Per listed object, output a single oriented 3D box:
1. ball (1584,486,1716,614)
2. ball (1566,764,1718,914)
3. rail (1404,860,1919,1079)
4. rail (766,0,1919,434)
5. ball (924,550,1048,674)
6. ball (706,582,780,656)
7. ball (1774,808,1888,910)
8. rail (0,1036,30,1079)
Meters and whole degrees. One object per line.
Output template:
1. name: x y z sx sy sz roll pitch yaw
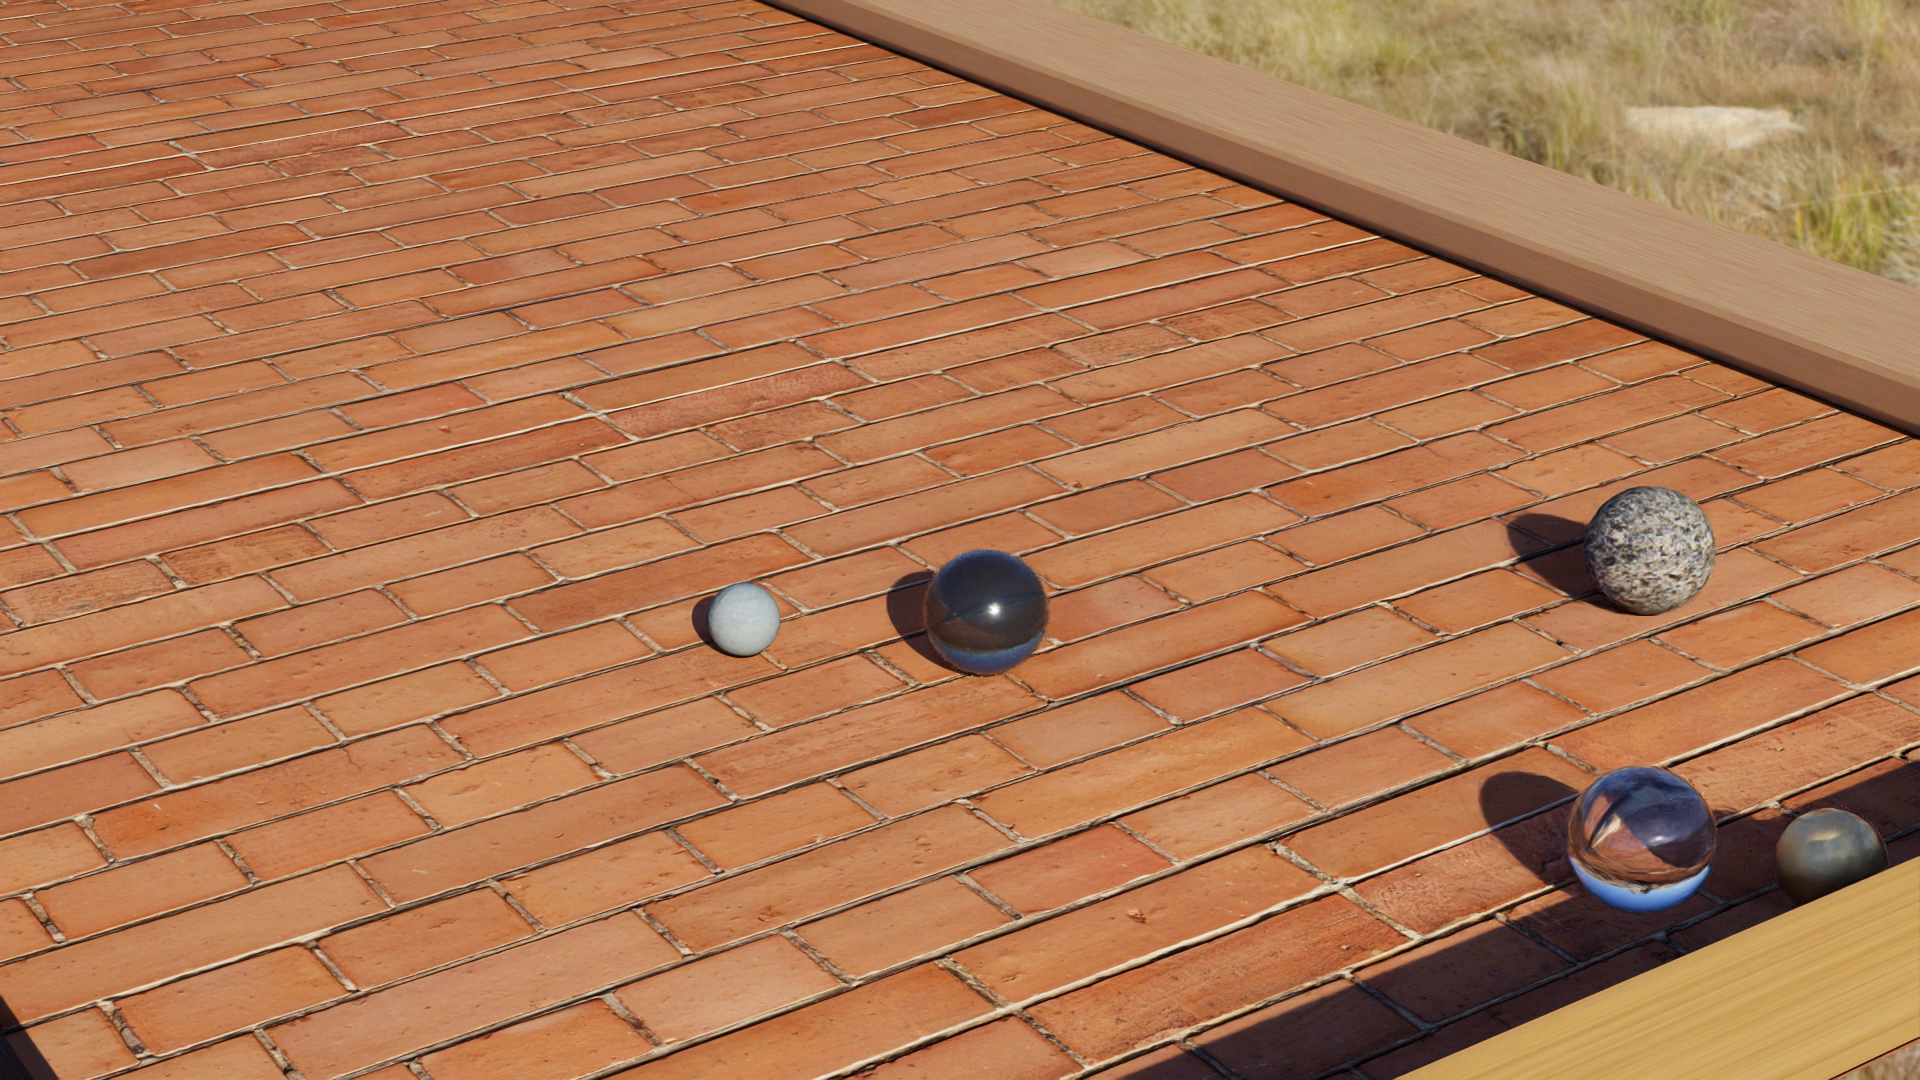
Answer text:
1. ball: 0.520 0.008 2.222 0.097 0.097 0.097 0 24 0
2. ball: 0.422 0.185 1.821 0.092 0.092 0.092 0 24 0
3. rail: 0.453 0.246 1.635 1.758 0.126 0.045 -15 28 -31
4. rail: 0.241 -0.487 3.317 0.045 0.126 3.321 -15 28 -31
5. ball: 0.019 0.052 2.127 0.091 0.091 0.091 0 24 0
6. ball: -0.159 0.058 2.159 0.054 0.054 0.054 0 24 0
7. ball: 0.538 0.200 1.819 0.067 0.067 0.067 0 24 0
8. rail: -1.174 -0.103 2.437 0.045 0.126 3.321 -15 28 -31
